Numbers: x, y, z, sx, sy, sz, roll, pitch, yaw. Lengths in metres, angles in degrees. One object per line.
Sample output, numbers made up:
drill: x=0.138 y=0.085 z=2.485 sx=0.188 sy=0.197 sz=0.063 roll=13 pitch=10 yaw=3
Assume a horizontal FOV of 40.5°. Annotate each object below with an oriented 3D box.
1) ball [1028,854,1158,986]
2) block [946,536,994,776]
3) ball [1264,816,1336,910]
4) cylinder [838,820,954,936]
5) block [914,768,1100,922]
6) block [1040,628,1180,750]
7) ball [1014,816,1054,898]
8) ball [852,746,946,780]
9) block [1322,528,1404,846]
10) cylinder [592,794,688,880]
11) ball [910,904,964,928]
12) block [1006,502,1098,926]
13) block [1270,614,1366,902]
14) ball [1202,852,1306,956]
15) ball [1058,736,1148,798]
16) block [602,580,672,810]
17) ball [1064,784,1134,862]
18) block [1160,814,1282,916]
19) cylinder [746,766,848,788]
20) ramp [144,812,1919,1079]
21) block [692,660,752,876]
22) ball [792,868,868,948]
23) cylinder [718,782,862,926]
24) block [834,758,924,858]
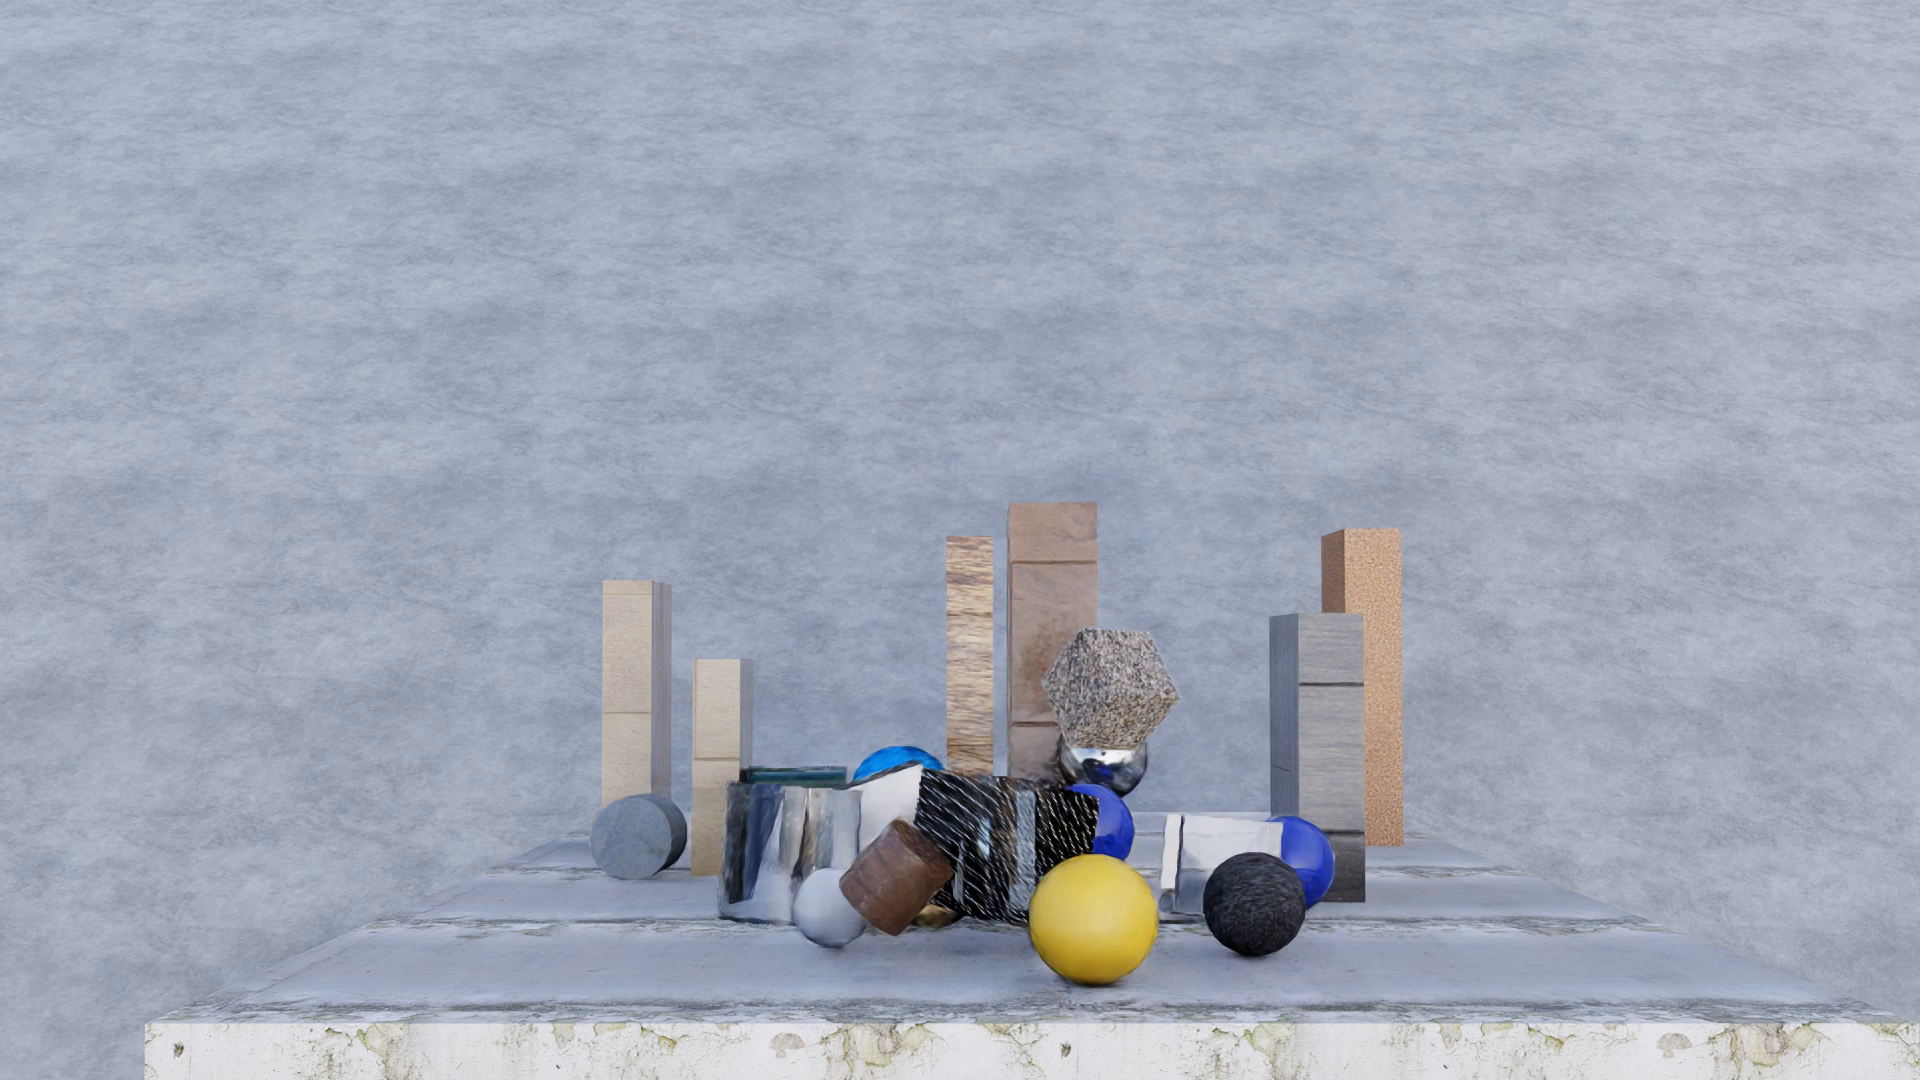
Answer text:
ball: x=0.168 y=0.479 z=3.284 sx=0.164 sy=0.164 sz=0.164 roll=0 pitch=37 yaw=0
block: x=0.018 y=0.321 z=5.085 sx=0.088 sy=0.641 sz=0.353 roll=0 pitch=-3 yaw=0
ball: x=0.525 y=0.523 z=4.189 sx=0.157 sy=0.157 sz=0.157 roll=0 pitch=37 yaw=0
cylinder: x=-0.088 y=0.466 z=3.594 sx=0.113 sy=0.113 sz=0.113 roll=-49 pitch=44 yaw=8
block: x=0.058 y=0.434 z=3.687 sx=0.182 sy=0.182 sz=0.182 roll=10 pitch=-1 yaw=-36
block: x=0.193 y=0.193 z=3.354 sx=0.109 sy=0.109 sz=0.109 roll=5 pitch=46 yaw=-35
ball: x=0.156 y=0.482 z=3.931 sx=0.149 sy=0.149 sz=0.149 roll=0 pitch=37 yaw=0
ball: x=-0.109 y=0.480 z=4.834 sx=0.197 sy=0.197 sz=0.197 roll=0 pitch=37 yaw=0
block: x=0.909 y=0.330 z=5.895 sx=0.124 sy=0.695 sz=0.372 roll=0 pitch=-3 yaw=0
cylinder: x=-0.602 y=0.557 z=4.899 sx=0.153 sy=0.153 sz=0.153 roll=4 pitch=-2 yaw=5
ball: x=-0.043 y=0.517 z=3.960 sx=0.148 sy=0.148 sz=0.148 roll=0 pitch=37 yaw=0
block: x=0.145 y=0.275 z=4.172 sx=0.135 sy=0.651 sz=0.315 roll=0 pitch=-3 yaw=0
block: x=0.626 y=0.376 z=4.588 sx=0.110 sy=0.487 sz=0.409 roll=0 pitch=-3 yaw=0
ball: x=0.408 y=0.504 z=3.605 sx=0.143 sy=0.143 sz=0.143 roll=0 pitch=37 yaw=0
ball: x=0.217 y=0.328 z=3.944 sx=0.137 sy=0.137 sz=0.137 roll=0 pitch=37 yaw=0
block: x=-0.706 y=0.382 z=5.702 sx=0.103 sy=0.575 sz=0.386 roll=0 pitch=-3 yaw=0
ball: x=0.184 y=0.426 z=3.800 sx=0.140 sy=0.140 sz=0.140 roll=0 pitch=37 yaw=0
block: x=0.403 y=0.507 z=4.030 sx=0.152 sy=0.152 sz=0.152 roll=6 pitch=-6 yaw=-5
cylinder: x=-0.319 y=0.544 z=5.120 sx=0.193 sy=0.193 sz=0.193 roll=-1 pitch=37 yaw=-1
ramp: x=0.081 y=0.685 z=4.929 sx=2.000 sy=0.100 sz=4.000 roll=0 pitch=-3 yaw=0
block: x=-0.463 y=0.438 z=5.088 sx=0.090 sy=0.408 sz=0.307 roll=0 pitch=-3 yaw=0
ball: x=-0.182 y=0.523 z=3.705 sx=0.113 sy=0.113 sz=0.113 roll=0 pitch=37 yaw=0
cylinder: x=-0.259 y=0.480 z=3.976 sx=0.207 sy=0.207 sz=0.207 roll=4 pitch=-6 yaw=0
block: x=-0.126 y=0.485 z=4.289 sx=0.190 sy=0.190 sz=0.190 roll=-19 pitch=-1 yaw=-5
